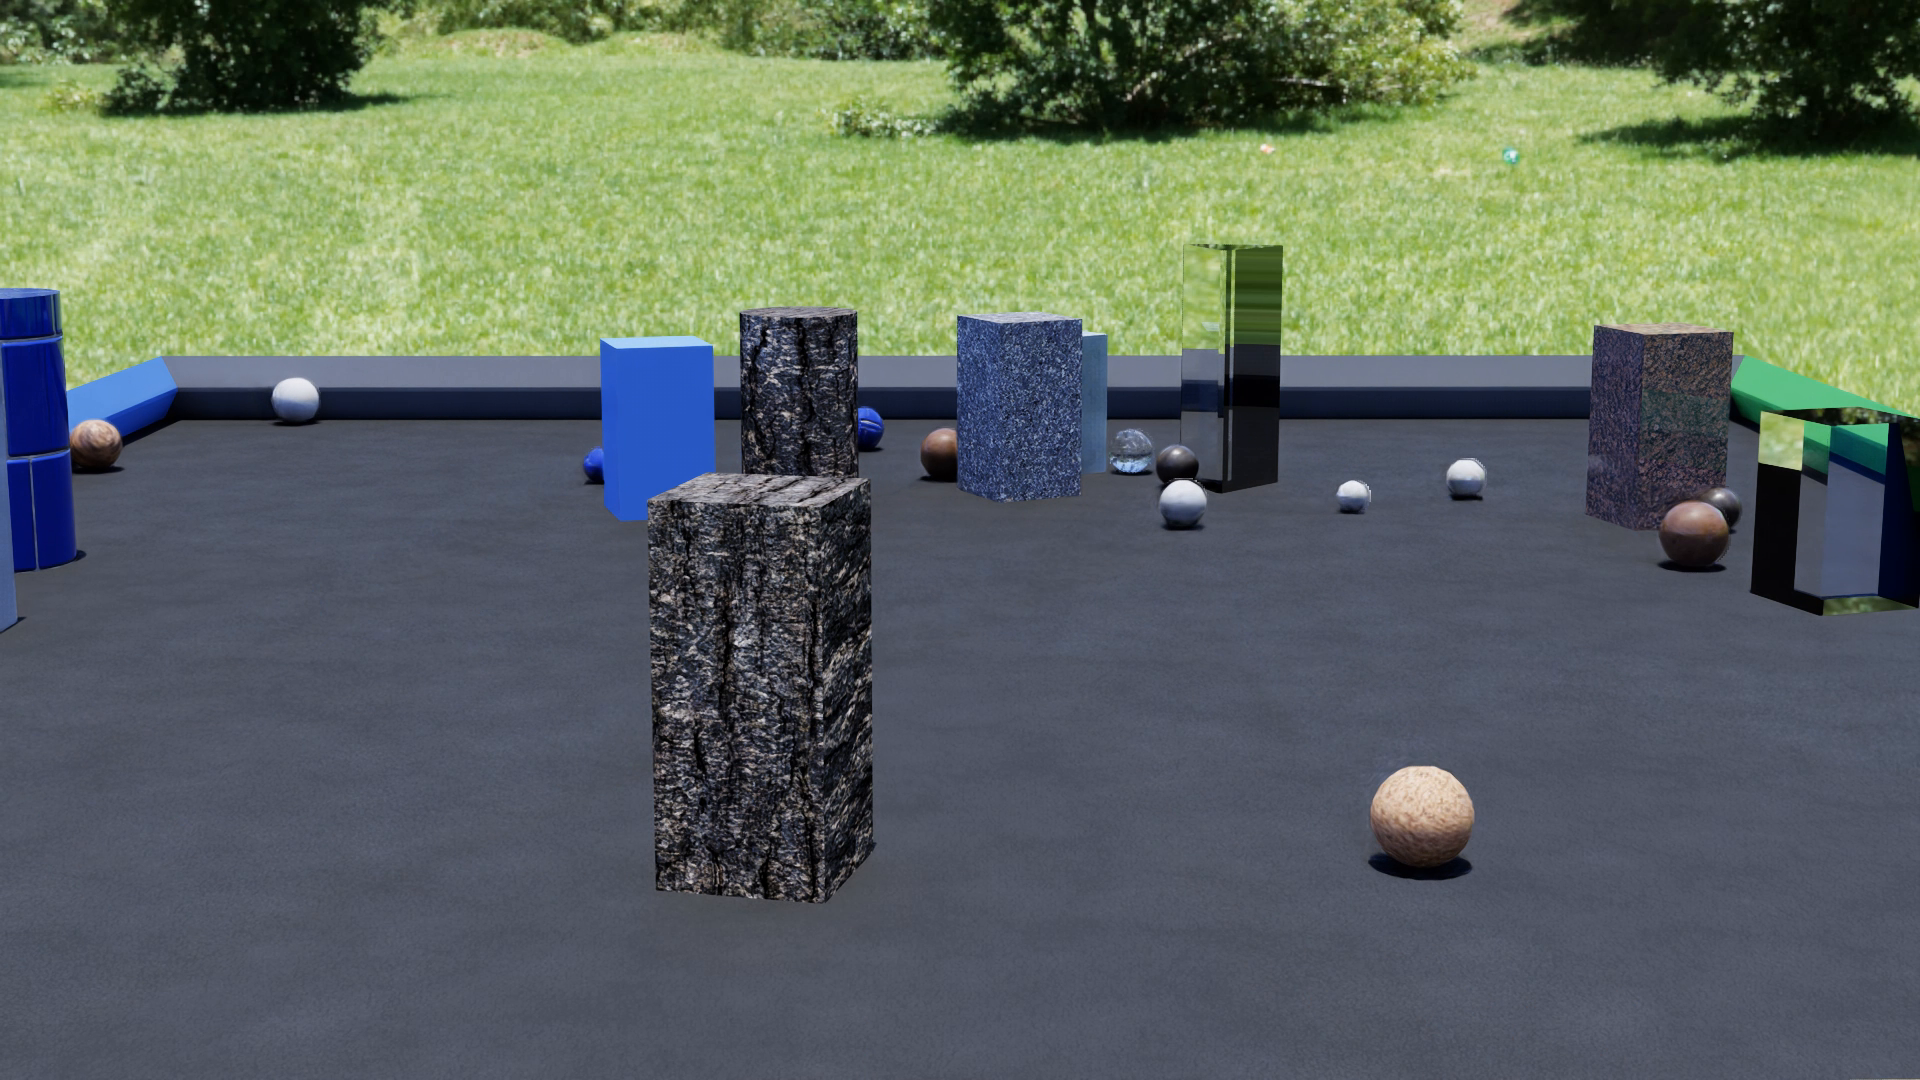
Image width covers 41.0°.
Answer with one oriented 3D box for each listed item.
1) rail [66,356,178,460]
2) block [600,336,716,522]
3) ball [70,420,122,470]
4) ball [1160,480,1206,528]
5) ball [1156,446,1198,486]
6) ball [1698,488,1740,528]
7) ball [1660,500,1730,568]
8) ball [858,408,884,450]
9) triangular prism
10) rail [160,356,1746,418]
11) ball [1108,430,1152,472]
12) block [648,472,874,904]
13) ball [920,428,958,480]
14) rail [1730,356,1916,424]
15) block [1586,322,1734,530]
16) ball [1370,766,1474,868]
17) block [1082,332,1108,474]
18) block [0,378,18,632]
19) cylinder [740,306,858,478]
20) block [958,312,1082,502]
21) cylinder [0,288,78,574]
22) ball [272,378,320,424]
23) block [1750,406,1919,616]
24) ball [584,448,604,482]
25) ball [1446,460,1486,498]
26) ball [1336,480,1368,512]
[{"bbox_3d":[-1.630,0.035,3.440,0.045,0.128,3.888,0,10,0],"label":"rail"},{"bbox_3d":[-0.497,-0.186,4.218,0.157,0.280,0.157,-3,11,-17],"label":"block"},{"bbox_3d":[-1.570,-0.172,4.657,0.093,0.093,0.093,0,10,0],"label":"ball"},{"bbox_3d":[0.355,-0.058,4.087,0.075,0.075,0.075,0,10,0],"label":"ball"},{"bbox_3d":[0.378,-0.128,4.468,0.075,0.075,0.075,0,10,0],"label":"ball"},{"bbox_3d":[1.197,-0.049,4.055,0.069,0.069,0.069,0,10,0],"label":"ball"},{"bbox_3d":[1.076,-0.009,3.760,0.098,0.098,0.098,0,10,0],"label":"ball"},{"bbox_3d":[-0.185,-0.213,4.914,0.080,0.080,0.080,0,10,0],"label":"ball"},{"bbox_3d":[0.449,-0.305,4.488,0.148,0.417,0.170,9,14,41],"label":"triangular prism"},{"bbox_3d":[-0.011,-0.317,5.337,3.307,0.128,0.045,0,10,0],"label":"rail"},{"bbox_3d":[0.307,-0.161,4.632,0.079,0.079,0.079,0,10,0],"label":"ball"},{"bbox_3d":[-0.177,0.129,2.317,0.157,0.354,0.157,3,11,13],"label":"block"},{"bbox_3d":[-0.027,-0.153,4.563,0.090,0.090,0.090,0,10,0],"label":"ball"},{"bbox_3d":[1.630,0.031,3.458,0.045,0.128,3.888,0,10,0],"label":"rail"},{"bbox_3d":[1.123,-0.185,4.128,0.157,0.311,0.157,-3,11,-16],"label":"block"},{"bbox_3d":[0.424,0.254,2.355,0.094,0.094,0.094,0,10,0],"label":"ball"},{"bbox_3d":[0.155,-0.249,4.642,0.157,0.250,0.157,-8,13,-36],"label":"block"},{"bbox_3d":[-1.326,-0.057,3.287,0.157,0.366,0.157,0,10,-1],"label":"block"},{"bbox_3d":[-0.270,-0.224,4.311,0.197,0.320,0.197,0,10,0],"label":"cylinder"},{"bbox_3d":[0.101,-0.231,4.398,0.157,0.303,0.157,-5,12,-27],"label":"block"},{"bbox_3d":[-1.412,-0.163,3.767,0.197,0.398,0.197,0,10,0],"label":"cylinder"},{"bbox_3d":[-1.364,-0.286,5.266,0.095,0.095,0.095,0,10,0],"label":"ball"},{"bbox_3d":[1.202,-0.042,3.508,0.157,0.256,0.157,-3,11,-17],"label":"block"},{"bbox_3d":[-0.634,-0.131,4.524,0.061,0.061,0.061,0,10,0],"label":"ball"},{"bbox_3d":[0.860,-0.104,4.364,0.066,0.066,0.066,0,10,0],"label":"ball"},{"bbox_3d":[0.647,-0.072,4.230,0.052,0.052,0.052,0,10,0],"label":"ball"}]
